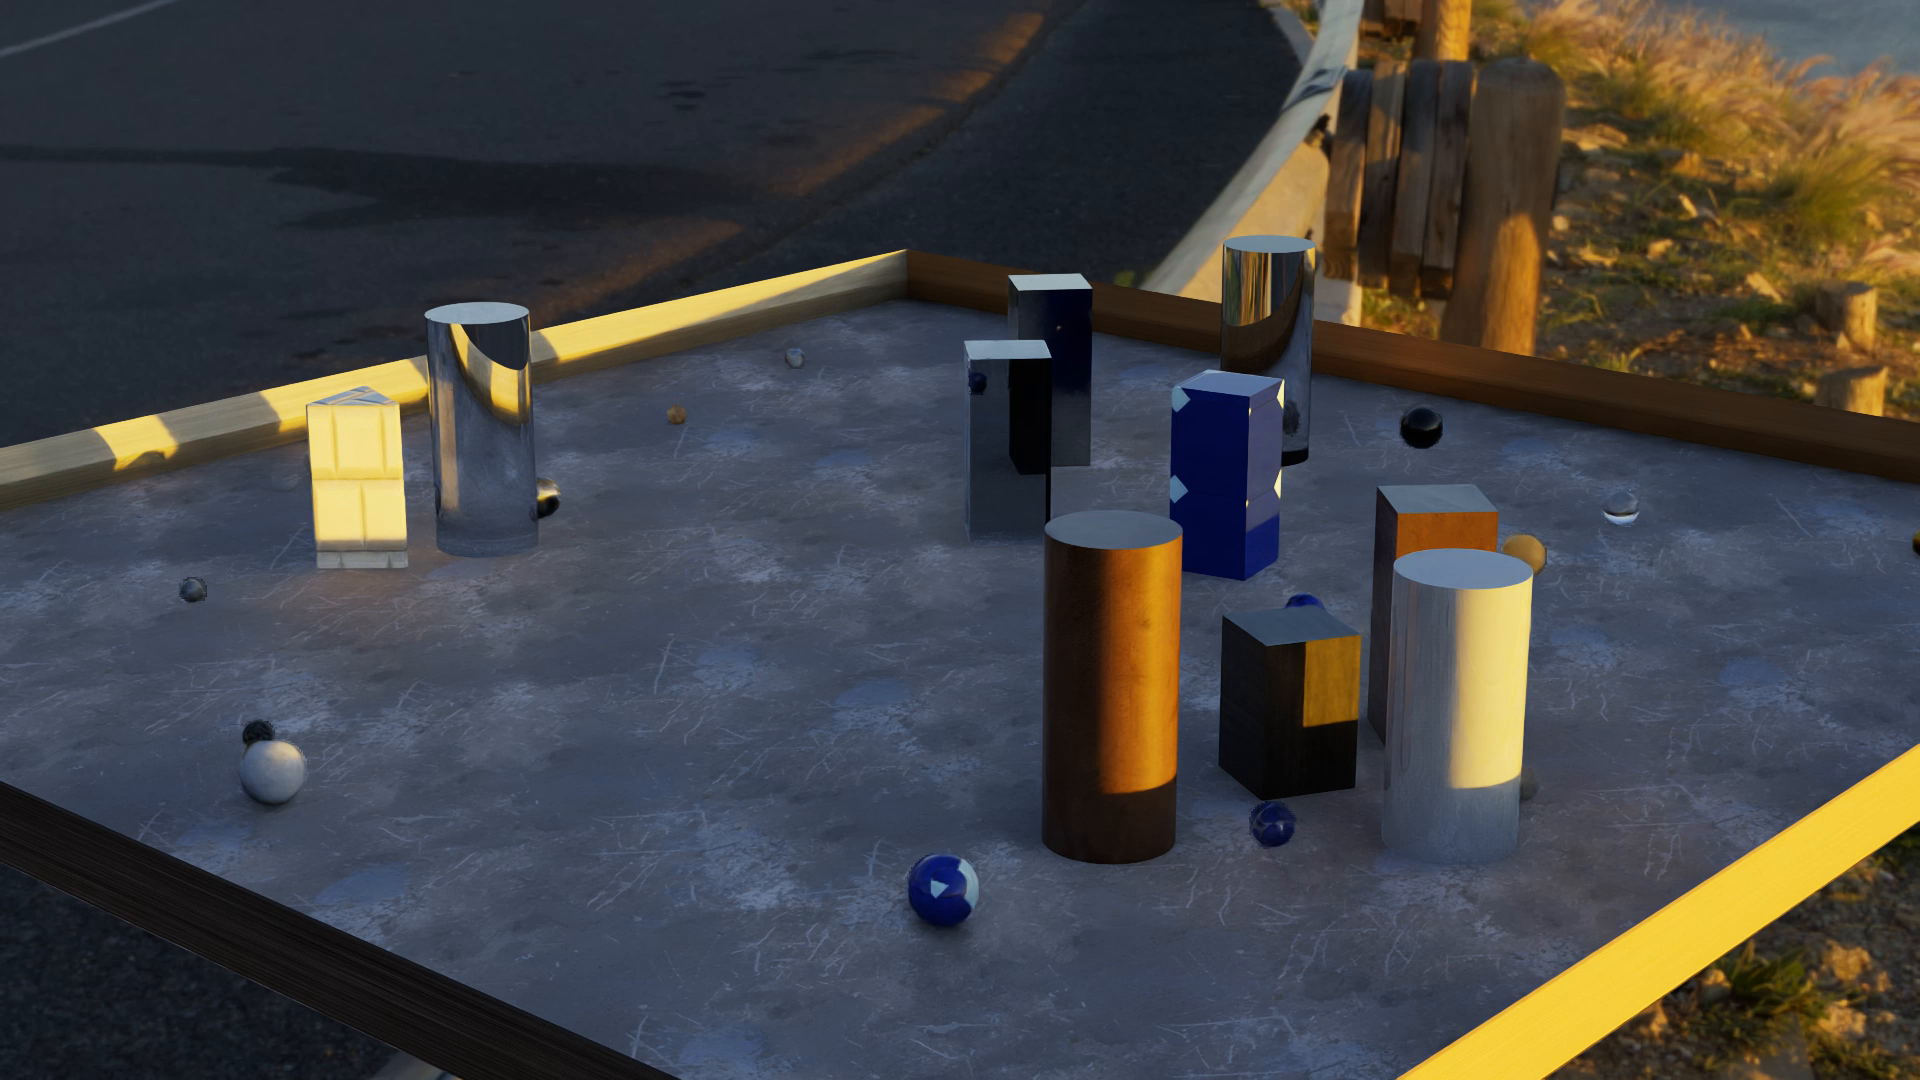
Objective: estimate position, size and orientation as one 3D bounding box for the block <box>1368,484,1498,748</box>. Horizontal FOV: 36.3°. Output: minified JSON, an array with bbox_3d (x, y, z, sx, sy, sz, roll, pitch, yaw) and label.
[{"bbox_3d":[0.709,0.116,4.410,0.149,0.371,0.149,-1,17,-4],"label":"block"}]

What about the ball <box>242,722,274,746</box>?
[{"bbox_3d":[-1.050,0.293,4.387,0.044,0.044,0.044,0,17,0],"label":"ball"}]

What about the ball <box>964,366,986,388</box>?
[{"bbox_3d":[0.033,-0.364,6.554,0.049,0.049,0.049,0,17,0],"label":"ball"}]

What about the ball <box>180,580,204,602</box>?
[{"bbox_3d":[-1.328,0.088,5.072,0.041,0.041,0.041,0,17,0],"label":"ball"}]

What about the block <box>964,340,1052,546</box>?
[{"bbox_3d":[0.087,-0.180,5.418,0.149,0.353,0.149,-1,17,-4],"label":"block"}]

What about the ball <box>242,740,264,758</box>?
[{"bbox_3d":[-1.015,0.321,4.270,0.059,0.059,0.059,0,17,0],"label":"ball"}]

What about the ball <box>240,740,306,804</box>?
[{"bbox_3d":[-0.980,0.331,4.179,0.092,0.092,0.092,0,17,0],"label":"ball"}]

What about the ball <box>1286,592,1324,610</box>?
[{"bbox_3d":[0.578,0.122,4.912,0.068,0.068,0.068,0,17,0],"label":"ball"}]

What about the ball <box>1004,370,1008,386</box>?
[{"bbox_3d":[0.126,-0.360,6.525,0.058,0.058,0.058,0,17,0],"label":"ball"}]

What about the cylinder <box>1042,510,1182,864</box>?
[{"bbox_3d":[0.206,0.199,4.002,0.186,0.447,0.186,0,17,0],"label":"cylinder"}]

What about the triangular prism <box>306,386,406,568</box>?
[{"bbox_3d":[-1.077,-0.115,5.293,0.161,0.301,0.140,0,17,-2],"label":"triangular prism"}]

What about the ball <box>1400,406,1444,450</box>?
[{"bbox_3d":[0.953,-0.232,6.048,0.089,0.089,0.089,0,17,0],"label":"ball"}]

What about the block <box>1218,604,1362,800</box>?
[{"bbox_3d":[0.477,0.234,4.255,0.149,0.234,0.149,-6,18,-19],"label":"block"}]

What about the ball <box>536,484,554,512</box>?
[{"bbox_3d":[-0.794,-0.081,5.539,0.052,0.052,0.052,0,17,0],"label":"ball"}]

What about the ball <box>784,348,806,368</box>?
[{"bbox_3d":[-0.379,-0.417,6.732,0.047,0.047,0.047,0,17,0],"label":"ball"}]

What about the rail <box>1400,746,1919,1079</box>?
[{"bbox_3d":[1.277,0.351,4.060,0.045,0.121,3.531,14,22,39],"label":"rail"}]

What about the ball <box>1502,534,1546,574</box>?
[{"bbox_3d":[1.000,0.028,5.209,0.076,0.076,0.076,0,17,0],"label":"ball"}]

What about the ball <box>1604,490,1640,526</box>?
[{"bbox_3d":[1.244,-0.060,5.518,0.066,0.066,0.066,0,17,0],"label":"ball"}]

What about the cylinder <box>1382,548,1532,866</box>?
[{"bbox_3d":[0.678,0.226,4.006,0.186,0.393,0.186,0,17,0],"label":"cylinder"}]

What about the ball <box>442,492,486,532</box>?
[{"bbox_3d":[-0.930,-0.050,5.506,0.081,0.081,0.081,0,17,0],"label":"ball"}]

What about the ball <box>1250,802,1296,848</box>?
[{"bbox_3d":[0.430,0.392,4.032,0.061,0.061,0.061,0,17,0],"label":"ball"}]

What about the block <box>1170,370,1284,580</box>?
[{"bbox_3d":[0.475,-0.118,5.241,0.149,0.336,0.149,9,19,28],"label":"block"}]

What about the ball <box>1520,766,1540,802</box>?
[{"bbox_3d":[0.803,0.348,4.193,0.051,0.051,0.051,0,17,0],"label":"ball"}]

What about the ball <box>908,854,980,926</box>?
[{"bbox_3d":[-0.021,0.451,3.782,0.093,0.093,0.093,0,17,0],"label":"ball"}]

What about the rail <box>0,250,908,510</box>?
[{"bbox_3d":[-1.277,-0.291,6.182,0.045,0.121,3.531,14,22,39],"label":"rail"}]

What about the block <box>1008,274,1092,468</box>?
[{"bbox_3d":[0.180,-0.343,5.938,0.149,0.365,0.149,-2,17,-7],"label":"block"}]

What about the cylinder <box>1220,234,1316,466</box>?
[{"bbox_3d":[0.621,-0.384,5.943,0.186,0.439,0.186,0,17,0],"label":"cylinder"}]

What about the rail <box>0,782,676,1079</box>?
[{"bbox_3d":[-1.142,0.411,3.862,3.428,0.121,0.045,14,22,39],"label":"rail"}]

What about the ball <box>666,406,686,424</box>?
[{"bbox_3d":[-0.603,-0.266,6.240,0.042,0.042,0.042,0,17,0],"label":"ball"}]

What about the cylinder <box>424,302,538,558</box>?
[{"bbox_3d":[-0.871,-0.202,5.351,0.186,0.434,0.186,0,17,0],"label":"cylinder"}]

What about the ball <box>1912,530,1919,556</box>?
[{"bbox_3d":[1.757,0.005,5.315,0.059,0.059,0.059,0,17,0],"label":"ball"}]

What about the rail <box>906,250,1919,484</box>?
[{"bbox_3d":[1.142,-0.351,6.380,3.428,0.121,0.045,14,22,39],"label":"rail"}]
